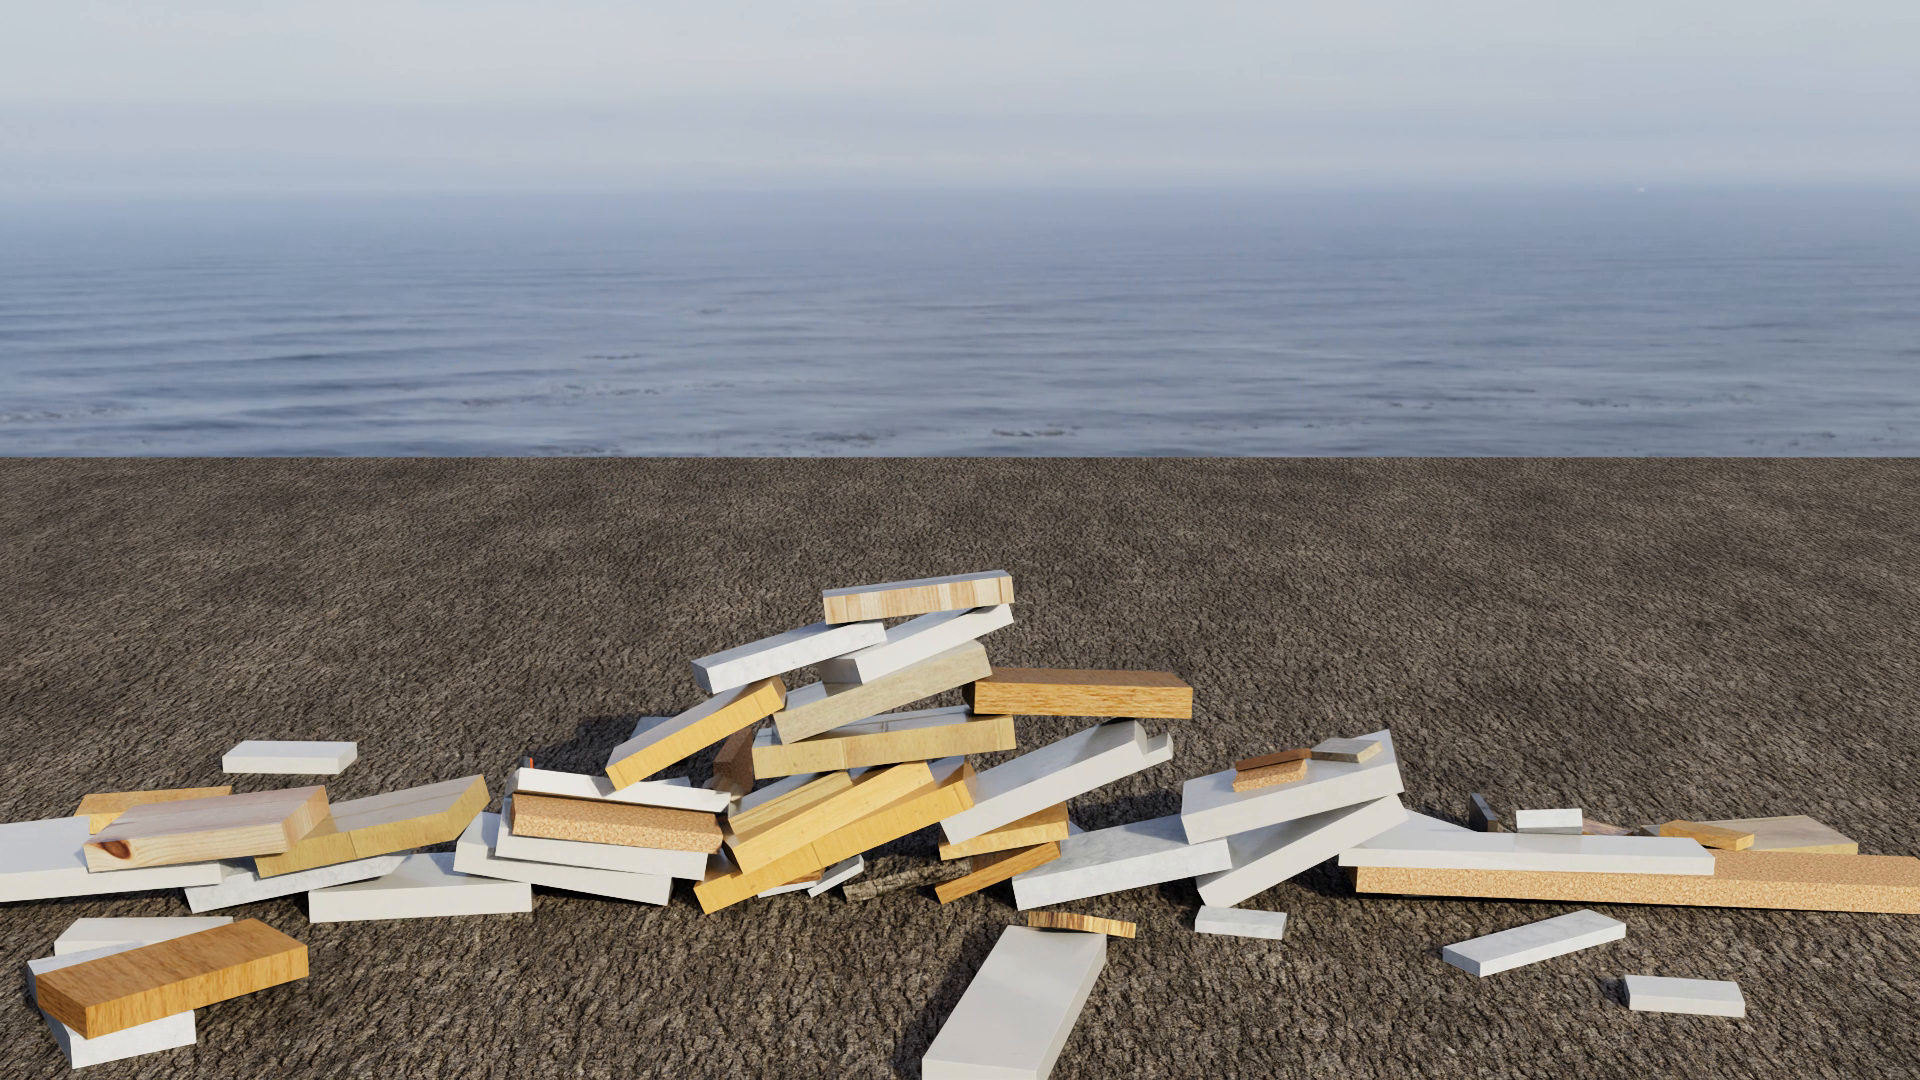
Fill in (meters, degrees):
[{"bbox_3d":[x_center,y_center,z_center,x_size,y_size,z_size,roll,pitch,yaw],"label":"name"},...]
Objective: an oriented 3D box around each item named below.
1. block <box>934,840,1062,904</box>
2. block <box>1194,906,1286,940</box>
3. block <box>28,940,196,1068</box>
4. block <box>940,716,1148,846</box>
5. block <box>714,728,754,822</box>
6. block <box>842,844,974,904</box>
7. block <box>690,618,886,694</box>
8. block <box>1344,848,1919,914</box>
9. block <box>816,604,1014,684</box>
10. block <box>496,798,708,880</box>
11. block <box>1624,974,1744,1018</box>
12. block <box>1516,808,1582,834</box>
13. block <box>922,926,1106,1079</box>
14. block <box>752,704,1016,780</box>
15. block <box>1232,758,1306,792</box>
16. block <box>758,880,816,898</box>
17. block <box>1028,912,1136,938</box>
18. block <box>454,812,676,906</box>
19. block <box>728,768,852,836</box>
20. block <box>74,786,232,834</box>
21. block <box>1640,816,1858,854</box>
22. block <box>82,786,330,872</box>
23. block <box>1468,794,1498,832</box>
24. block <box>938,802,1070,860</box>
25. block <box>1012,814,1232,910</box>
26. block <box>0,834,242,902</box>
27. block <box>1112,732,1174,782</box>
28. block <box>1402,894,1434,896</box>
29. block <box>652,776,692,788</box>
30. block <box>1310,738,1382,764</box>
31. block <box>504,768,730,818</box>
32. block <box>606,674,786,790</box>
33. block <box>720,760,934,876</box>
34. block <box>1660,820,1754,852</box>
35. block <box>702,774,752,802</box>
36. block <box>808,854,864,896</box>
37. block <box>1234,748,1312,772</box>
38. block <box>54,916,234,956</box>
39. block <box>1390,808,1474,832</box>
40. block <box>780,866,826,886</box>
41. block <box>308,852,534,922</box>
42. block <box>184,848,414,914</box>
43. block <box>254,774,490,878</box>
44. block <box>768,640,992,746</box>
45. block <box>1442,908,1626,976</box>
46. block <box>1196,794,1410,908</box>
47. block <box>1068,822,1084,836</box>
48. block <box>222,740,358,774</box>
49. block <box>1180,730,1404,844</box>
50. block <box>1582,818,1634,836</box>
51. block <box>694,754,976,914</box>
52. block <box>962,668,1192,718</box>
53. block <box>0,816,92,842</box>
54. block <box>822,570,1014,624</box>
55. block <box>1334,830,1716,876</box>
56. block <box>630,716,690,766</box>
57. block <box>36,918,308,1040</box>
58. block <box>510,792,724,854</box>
[{"bbox_3d":[0.063,0.536,3.657,0.212,0.030,0.106,-23,9,5],"label":"block"},{"bbox_3d":[0.448,0.610,3.508,0.138,0.020,0.069,3,11,14],"label":"block"},{"bbox_3d":[-1.221,0.662,3.157,0.163,0.046,0.326,-7,12,-32],"label":"block"},{"bbox_3d":[0.139,0.389,3.606,0.344,0.049,0.172,-23,9,9],"label":"block"},{"bbox_3d":[-0.427,0.442,4.148,0.033,0.116,0.232,1,11,4],"label":"block"},{"bbox_3d":[-0.085,0.549,3.662,0.212,0.030,0.106,-14,10,4],"label":"block"},{"bbox_3d":[-0.286,0.184,3.657,0.301,0.043,0.150,-17,6,-16],"label":"block"},{"bbox_3d":[1.130,0.554,3.649,0.966,0.046,0.161,2,10,1],"label":"block"},{"bbox_3d":[-0.076,0.168,3.682,0.301,0.043,0.150,-21,8,-28],"label":"block"},{"bbox_3d":[-0.590,0.492,3.629,0.336,0.048,0.168,9,9,-11],"label":"block"},{"bbox_3d":[1.055,0.664,3.207,0.158,0.022,0.079,2,11,10],"label":"block"},{"bbox_3d":[0.999,0.502,3.738,0.105,0.030,0.210,-3,-23,12],"label":"block"},{"bbox_3d":[0.087,0.666,3.140,0.154,0.044,0.515,3,11,14],"label":"block"},{"bbox_3d":[-0.124,0.326,3.613,0.421,0.051,0.179,-7,5,-1],"label":"block"},{"bbox_3d":[0.507,0.385,3.597,0.113,0.016,0.057,-14,11,21],"label":"block"},{"bbox_3d":[-0.289,0.573,3.670,0.098,0.014,0.049,-12,11,1],"label":"block"},{"bbox_3d":[0.189,0.594,3.396,0.158,0.022,0.079,17,-17,-42],"label":"block"},{"bbox_3d":[-0.647,0.528,3.657,0.350,0.050,0.175,10,9,-2],"label":"block"},{"bbox_3d":[-0.281,0.418,3.625,0.207,0.029,0.104,-24,9,-1],"label":"block"},{"bbox_3d":[-1.487,0.498,4.062,0.259,0.037,0.130,-2,11,-12],"label":"block"},{"bbox_3d":[1.373,0.535,3.838,0.321,0.046,0.161,-2,11,-11],"label":"block"},{"bbox_3d":[-1.207,0.462,3.531,0.336,0.048,0.168,-7,13,9],"label":"block"},{"bbox_3d":[0.939,0.507,3.950,0.017,0.060,0.161,0,11,2],"label":"block"},{"bbox_3d":[0.074,0.482,3.647,0.212,0.030,0.106,-10,10,5],"label":"block"},{"bbox_3d":[0.265,0.529,3.660,0.355,0.050,0.177,-12,10,3],"label":"block"},{"bbox_3d":[-1.659,0.548,3.578,0.944,0.046,0.163,-5,12,-2],"label":"block"},{"bbox_3d":[0.201,0.395,3.631,0.316,0.022,0.077,-23,9,11],"label":"block"},{"bbox_3d":[0.781,0.581,3.676,0.094,0.013,0.047,0,11,-3],"label":"block"},{"bbox_3d":[-0.584,0.496,3.839,0.259,0.130,0.037,-6,-29,-28],"label":"block"},{"bbox_3d":[0.631,0.345,3.604,0.057,0.016,0.113,-24,12,-33],"label":"block"},{"bbox_3d":[-0.571,0.426,3.670,0.353,0.035,0.123,9,-16,-20],"label":"block"},{"bbox_3d":[-0.430,0.308,3.604,0.301,0.043,0.150,-27,8,1],"label":"block"},{"bbox_3d":[-0.227,0.437,3.628,0.344,0.049,0.172,-26,9,-13],"label":"block"},{"bbox_3d":[1.284,0.508,3.782,0.138,0.020,0.069,7,8,43],"label":"block"},{"bbox_3d":[-0.347,0.476,3.784,0.207,0.029,0.104,34,-23,-9],"label":"block"},{"bbox_3d":[-0.207,0.560,3.669,0.098,0.014,0.049,-28,10,4],"label":"block"},{"bbox_3d":[0.517,0.363,3.629,0.113,0.016,0.057,-16,-12,29],"label":"block"},{"bbox_3d":[-1.269,0.620,3.427,0.241,0.029,0.104,0,11,-2],"label":"block"},{"bbox_3d":[0.758,0.522,3.913,0.161,0.046,0.321,-8,13,-36],"label":"block"},{"bbox_3d":[-0.277,0.558,3.659,0.098,0.014,0.049,-10,11,8],"label":"block"},{"bbox_3d":[-0.884,0.570,3.640,0.350,0.050,0.175,-2,11,-8],"label":"block"},{"bbox_3d":[-1.075,0.525,3.624,0.350,0.050,0.175,-12,13,10],"label":"block"},{"bbox_3d":[-0.945,0.459,3.542,0.336,0.048,0.168,-12,13,11],"label":"block"},{"bbox_3d":[-0.139,0.243,3.624,0.357,0.051,0.179,-18,7,-9],"label":"block"},{"bbox_3d":[0.895,0.625,3.419,0.316,0.022,0.079,-7,12,-31],"label":"block"},{"bbox_3d":[0.556,0.489,3.626,0.355,0.050,0.177,-28,9,7],"label":"block"},{"bbox_3d":[0.188,0.529,3.952,0.060,0.017,0.120,-4,11,-21],"label":"block"},{"bbox_3d":[-1.342,0.436,4.410,0.232,0.033,0.116,0,11,3],"label":"block"},{"bbox_3d":[0.544,0.405,3.618,0.355,0.050,0.177,-16,10,10],"label":"block"},{"bbox_3d":[1.134,0.525,3.964,0.069,0.020,0.138,-10,14,-42],"label":"block"},{"bbox_3d":[-0.202,0.480,3.629,0.474,0.049,0.172,-22,9,5],"label":"block"},{"bbox_3d":[0.191,0.253,3.657,0.357,0.051,0.179,2,5,-7],"label":"block"},{"bbox_3d":[-1.669,0.534,3.867,0.259,0.037,0.130,-4,11,-21],"label":"block"},{"bbox_3d":[-0.072,0.094,3.659,0.309,0.044,0.154,-7,4,-4],"label":"block"},{"bbox_3d":[0.920,0.513,3.624,0.615,0.030,0.105,2,10,-2],"label":"block"},{"bbox_3d":[-0.611,0.413,4.525,0.123,0.035,0.247,0,11,0],"label":"block"},{"bbox_3d":[-1.118,0.620,3.130,0.326,0.046,0.163,-10,15,-44],"label":"block"},{"bbox_3d":[-0.561,0.462,3.587,0.334,0.033,0.116,8,9,-15],"label":"block"}]
